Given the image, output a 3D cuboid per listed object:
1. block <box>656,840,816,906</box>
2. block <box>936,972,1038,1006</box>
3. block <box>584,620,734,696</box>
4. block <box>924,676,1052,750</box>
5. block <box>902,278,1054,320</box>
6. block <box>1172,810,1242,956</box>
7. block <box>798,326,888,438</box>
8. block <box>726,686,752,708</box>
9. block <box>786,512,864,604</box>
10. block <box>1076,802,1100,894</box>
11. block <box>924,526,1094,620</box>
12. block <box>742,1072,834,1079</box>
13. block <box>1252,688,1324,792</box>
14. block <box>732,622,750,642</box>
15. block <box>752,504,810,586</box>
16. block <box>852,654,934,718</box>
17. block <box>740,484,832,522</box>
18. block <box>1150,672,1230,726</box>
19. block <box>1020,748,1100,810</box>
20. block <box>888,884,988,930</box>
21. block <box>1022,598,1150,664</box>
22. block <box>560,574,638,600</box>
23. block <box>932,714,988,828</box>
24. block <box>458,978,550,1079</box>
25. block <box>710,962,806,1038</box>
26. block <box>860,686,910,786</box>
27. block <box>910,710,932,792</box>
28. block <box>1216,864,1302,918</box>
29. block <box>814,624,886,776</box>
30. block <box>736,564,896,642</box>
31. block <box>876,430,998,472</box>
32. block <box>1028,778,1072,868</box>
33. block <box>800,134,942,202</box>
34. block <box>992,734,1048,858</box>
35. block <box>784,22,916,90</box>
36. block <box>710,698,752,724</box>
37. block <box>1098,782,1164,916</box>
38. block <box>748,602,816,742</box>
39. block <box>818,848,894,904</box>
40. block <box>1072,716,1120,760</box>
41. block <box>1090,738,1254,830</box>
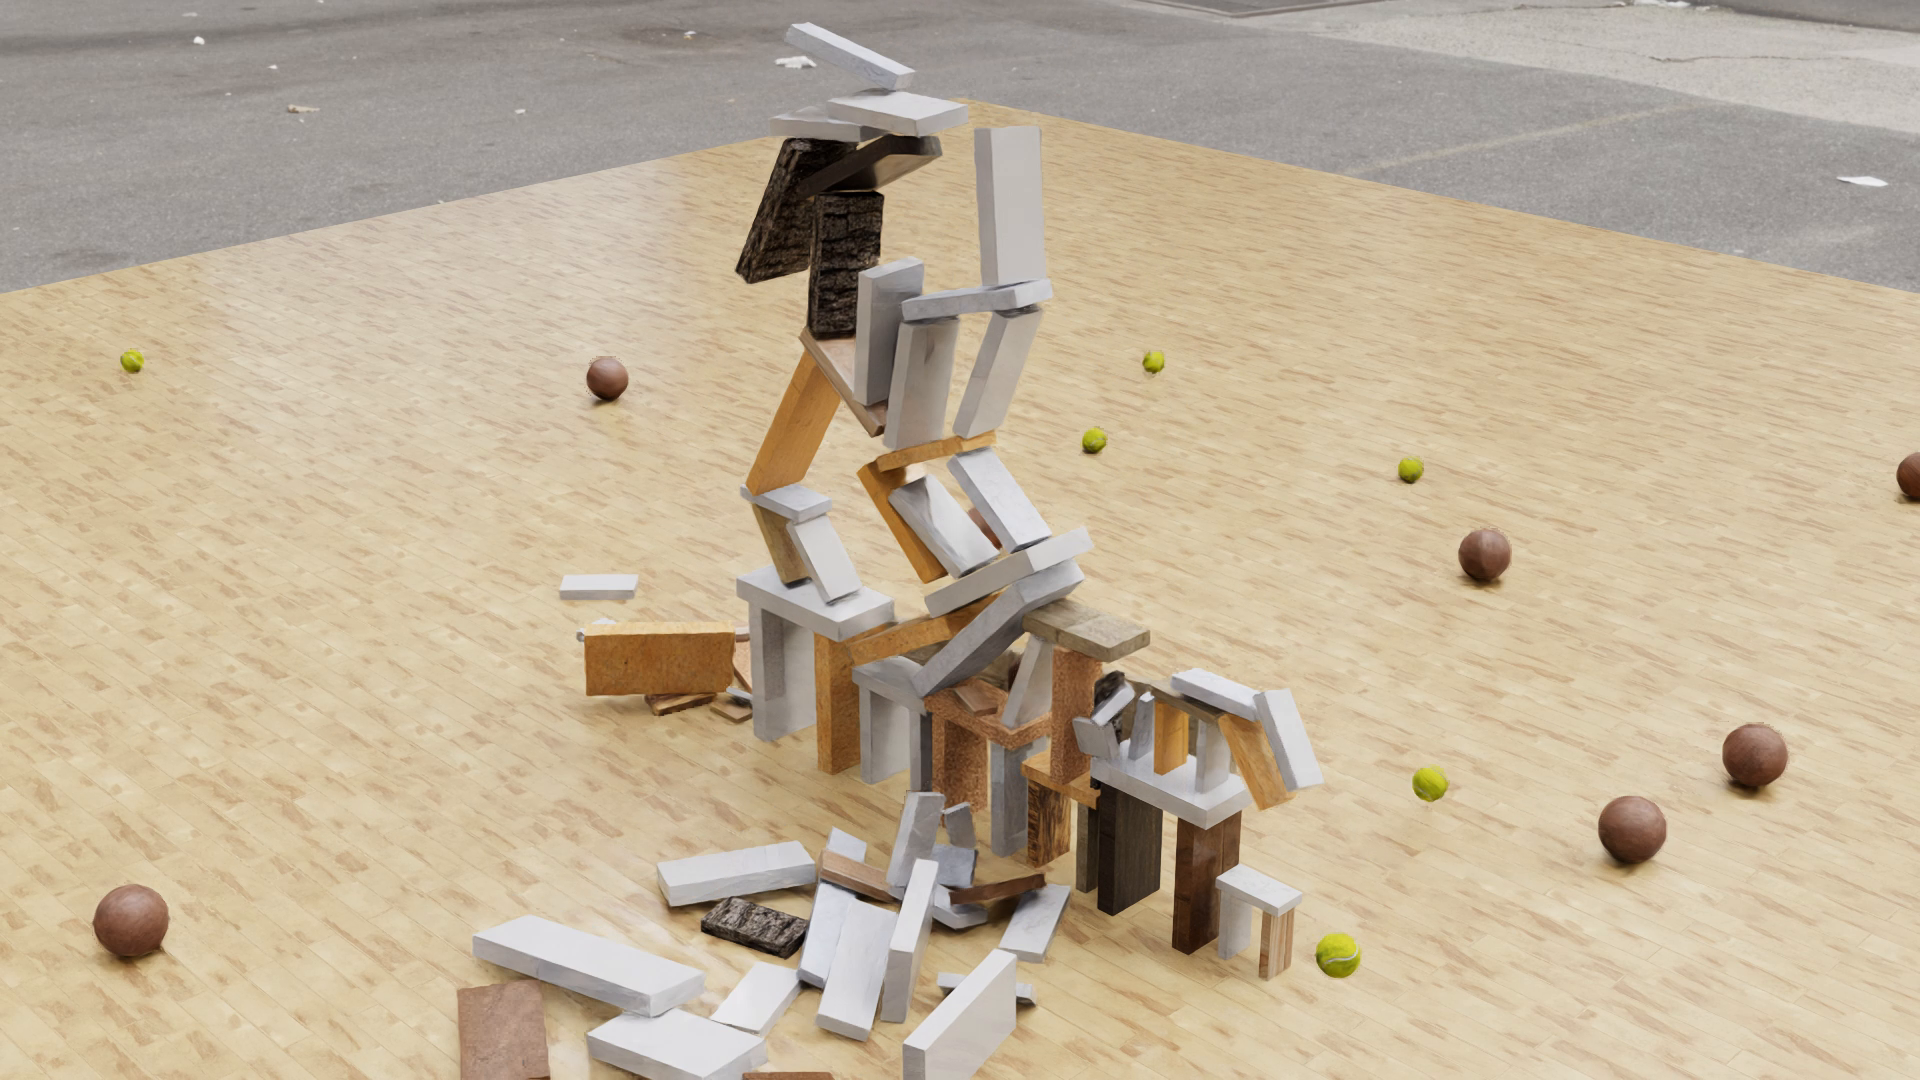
[{"bbox_3d":[-0.426,0.633,4.183,0.279,0.040,0.139,-7,12,-16],"label":"block"},{"bbox_3d":[0.048,0.781,3.826,0.164,0.023,0.082,5,-20,12],"label":"block"},{"bbox_3d":[-0.663,0.261,4.851,0.322,0.161,0.046,-1,32,-10],"label":"block"},{"bbox_3d":[0.058,0.336,4.303,0.122,0.034,0.243,-21,31,-40],"label":"block"},{"bbox_3d":[0.031,-0.444,4.063,0.251,0.036,0.126,-2,13,34],"label":"block"},{"bbox_3d":[0.448,0.603,3.989,0.039,0.273,0.136,21,31,41],"label":"block"},{"bbox_3d":[-0.188,-0.323,4.272,0.129,0.037,0.258,-22,67,-38],"label":"block"},{"bbox_3d":[-0.471,0.353,4.870,0.094,0.047,0.013,15,65,31],"label":"block"},{"bbox_3d":[-0.280,0.034,4.548,0.092,0.184,0.026,-22,-9,-41],"label":"block"},{"bbox_3d":[0.263,0.568,4.180,0.027,0.190,0.095,21,31,40],"label":"block"},{"bbox_3d":[0.089,0.063,4.148,0.161,0.046,0.322,-21,-3,-41],"label":"block"},{"bbox_3d":[-0.239,0.924,3.448,0.148,0.042,0.295,4,14,-20],"label":"block"},{"bbox_3d":[0.562,0.342,3.760,0.025,0.174,0.087,-29,-18,35],"label":"block"},{"bbox_3d":[-0.524,0.217,5.168,0.145,0.021,0.072,-4,22,-14],"label":"block"},{"bbox_3d":[-0.363,-0.003,4.629,0.092,0.184,0.026,-18,-9,-34],"label":"block"},{"bbox_3d":[-0.104,0.292,4.466,0.111,0.031,0.221,-21,31,-40],"label":"block"},{"bbox_3d":[-0.364,-0.088,4.591,0.184,0.026,0.092,23,33,39],"label":"block"},{"bbox_3d":[0.416,0.281,3.899,0.142,0.020,0.071,25,33,37],"label":"block"},{"bbox_3d":[0.218,0.450,4.179,0.190,0.027,0.095,21,31,40],"label":"block"},{"bbox_3d":[-0.041,0.676,4.106,0.175,0.025,0.087,21,14,39],"label":"block"},{"bbox_3d":[0.231,0.165,4.059,0.109,0.031,0.219,-21,29,-40],"label":"block"},{"bbox_3d":[-0.895,0.117,5.453,0.184,0.026,0.092,-1,23,-1],"label":"block"},{"bbox_3d":[0.001,0.443,4.405,0.034,0.243,0.121,21,31,40],"label":"block"},{"bbox_3d":[-0.771,0.846,3.714,0.142,0.040,0.284,-5,24,-12],"label":"block"},{"bbox_3d":[-0.351,0.804,3.831,0.094,0.027,0.188,9,24,19],"label":"block"},{"bbox_3d":[-0.156,0.388,4.563,0.111,0.221,0.031,-21,31,-41],"label":"block"},{"bbox_3d":[-0.051,0.429,4.466,0.111,0.221,0.031,-21,31,-41],"label":"block"},{"bbox_3d":[0.531,0.623,3.911,0.140,0.020,0.070,21,31,41],"label":"block"},{"bbox_3d":[-0.227,0.318,4.603,0.045,0.319,0.159,21,31,41],"label":"block"},{"bbox_3d":[-0.304,0.121,4.601,0.319,0.045,0.159,21,31,40],"label":"block"},{"bbox_3d":[-0.045,-0.172,4.193,0.212,0.030,0.106,-12,4,39],"label":"block"},{"bbox_3d":[0.174,0.533,4.262,0.027,0.190,0.095,21,31,40],"label":"block"},{"bbox_3d":[-0.170,-0.700,4.151,0.131,0.037,0.263,-7,-7,-43],"label":"block"},{"bbox_3d":[0.115,0.488,4.299,0.034,0.243,0.122,21,31,41],"label":"block"},{"bbox_3d":[-0.209,-0.922,4.192,0.230,0.033,0.115,26,20,7],"label":"block"},{"bbox_3d":[-0.503,0.378,4.853,0.094,0.013,0.047,21,31,40],"label":"block"},{"bbox_3d":[0.319,0.553,4.108,0.039,0.273,0.136,21,31,41],"label":"block"},{"bbox_3d":[-0.372,0.263,4.733,0.159,0.319,0.045,-19,30,-38],"label":"block"},{"bbox_3d":[-0.196,0.635,4.159,0.148,0.021,0.074,23,19,-13],"label":"block"},{"bbox_3d":[0.249,0.362,4.028,0.018,0.064,0.129,-18,9,-23],"label":"block"},{"bbox_3d":[0.384,0.435,3.988,0.273,0.039,0.136,21,31,41],"label":"block"}]
